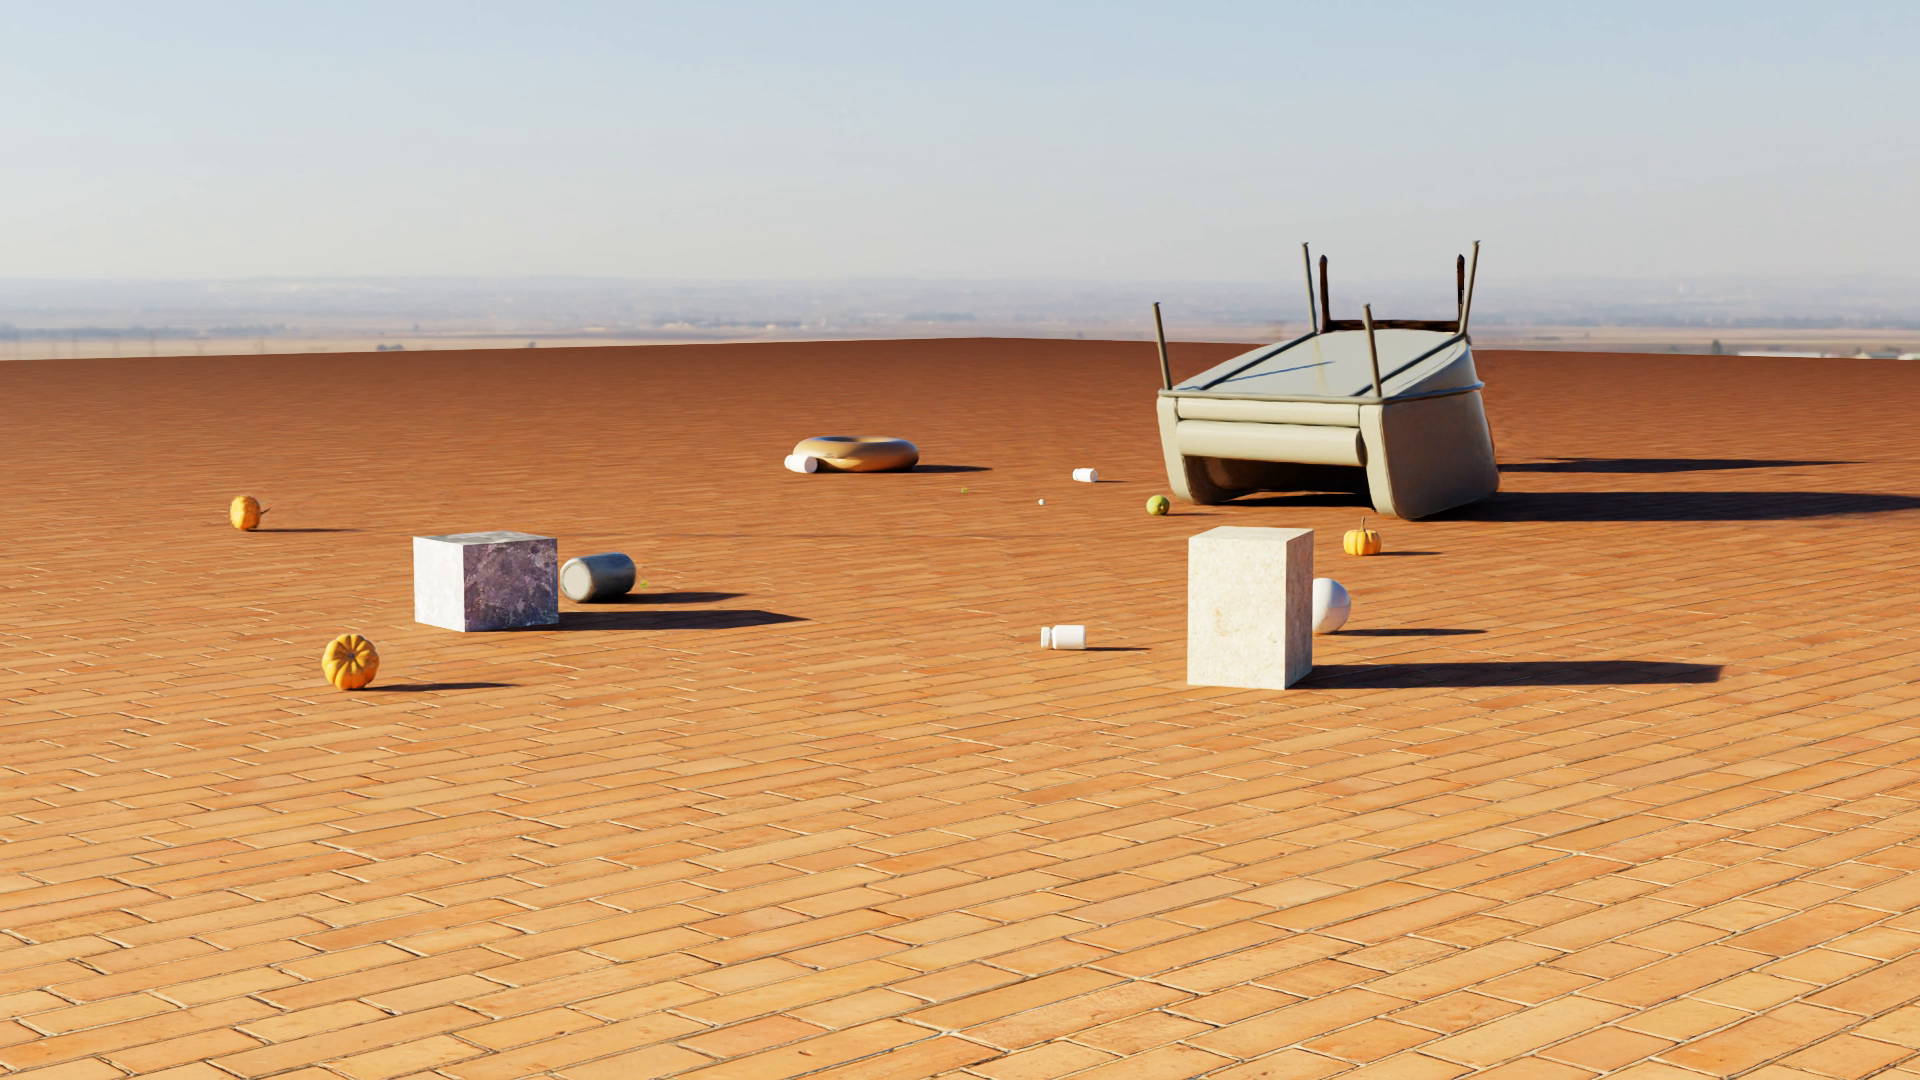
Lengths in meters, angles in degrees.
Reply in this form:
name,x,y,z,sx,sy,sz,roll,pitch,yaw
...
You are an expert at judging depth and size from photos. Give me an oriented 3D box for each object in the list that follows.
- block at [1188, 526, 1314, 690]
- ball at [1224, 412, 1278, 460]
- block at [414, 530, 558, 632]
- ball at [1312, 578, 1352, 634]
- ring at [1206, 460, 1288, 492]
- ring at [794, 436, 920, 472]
name,x,y,z,sx,sy,sz,roll,pitch,yaw
block,0.478,0.108,4.203,0.159,0.238,0.206,2,6,20
ball,1.015,-0.353,8.932,0.186,0.186,0.186,0,6,0
block,-0.902,0.076,4.883,0.200,0.162,0.193,-5,8,-39
ball,0.670,0.121,4.731,0.103,0.103,0.103,0,6,0
ring,0.884,-0.195,7.886,0.249,0.088,0.161,0,7,8
ring,-0.353,-0.292,8.740,0.441,0.105,0.373,3,7,20
